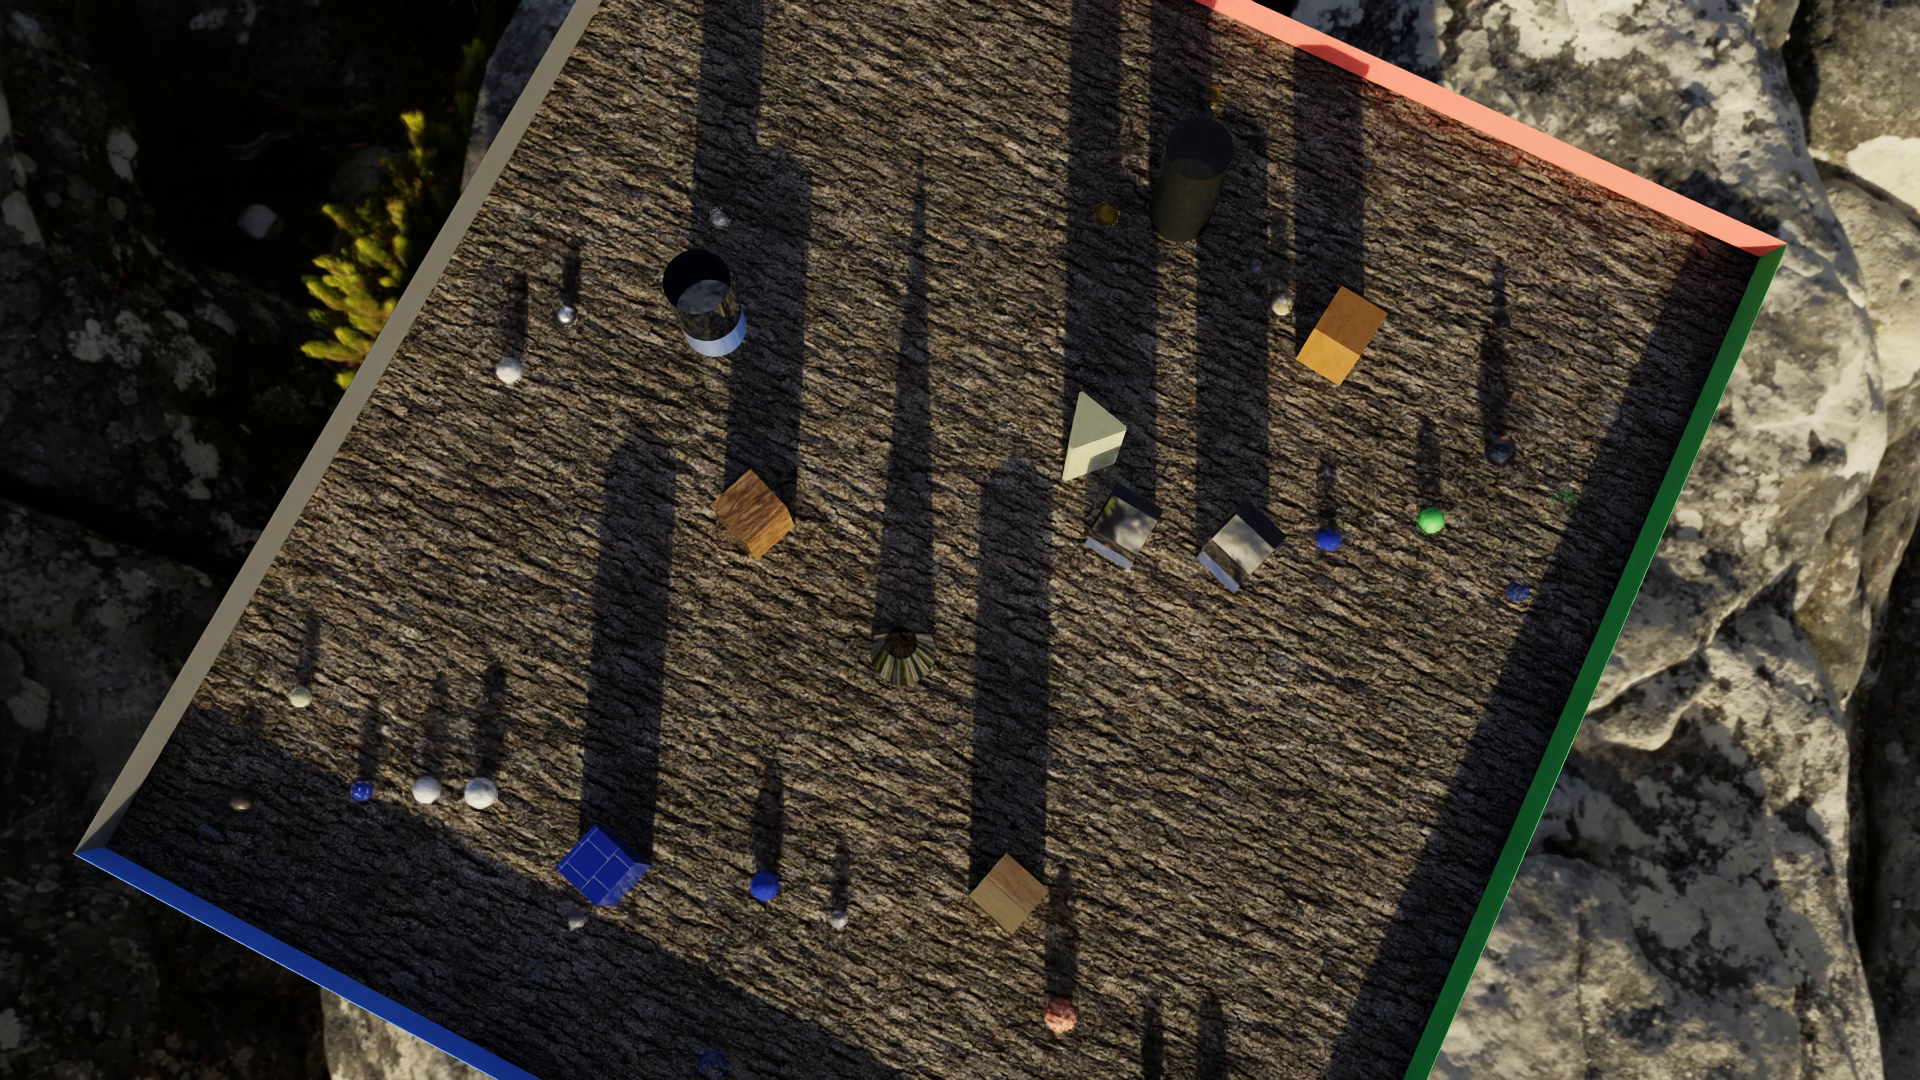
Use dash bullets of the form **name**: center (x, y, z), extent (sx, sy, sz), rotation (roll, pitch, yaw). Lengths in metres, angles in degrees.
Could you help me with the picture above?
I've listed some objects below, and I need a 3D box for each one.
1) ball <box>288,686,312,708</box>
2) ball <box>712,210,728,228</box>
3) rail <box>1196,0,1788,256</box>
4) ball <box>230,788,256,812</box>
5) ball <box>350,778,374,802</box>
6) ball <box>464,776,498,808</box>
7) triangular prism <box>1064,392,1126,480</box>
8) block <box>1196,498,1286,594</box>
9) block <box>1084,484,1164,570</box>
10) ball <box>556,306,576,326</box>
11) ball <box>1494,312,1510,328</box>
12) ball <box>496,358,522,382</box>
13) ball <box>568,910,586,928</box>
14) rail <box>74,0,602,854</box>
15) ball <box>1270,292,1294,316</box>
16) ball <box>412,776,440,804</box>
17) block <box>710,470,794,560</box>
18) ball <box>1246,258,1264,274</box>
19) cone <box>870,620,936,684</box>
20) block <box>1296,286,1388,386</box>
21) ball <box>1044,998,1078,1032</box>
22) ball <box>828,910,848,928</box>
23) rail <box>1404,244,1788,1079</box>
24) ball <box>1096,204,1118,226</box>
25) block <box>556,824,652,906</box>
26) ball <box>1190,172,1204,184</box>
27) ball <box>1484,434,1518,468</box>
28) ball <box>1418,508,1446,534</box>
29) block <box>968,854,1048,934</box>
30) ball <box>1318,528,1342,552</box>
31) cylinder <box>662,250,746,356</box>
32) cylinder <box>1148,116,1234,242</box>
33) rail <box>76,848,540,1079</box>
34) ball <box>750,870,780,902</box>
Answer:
- **ball**: center (-1.976, 0.470, 5.487), extent (0.063, 0.063, 0.063), rotation (0, 78, 0)
- **ball**: center (-0.761, -1.017, 5.800), extent (0.052, 0.052, 0.052), rotation (0, 78, 0)
- **rail**: center (0.875, -1.708, 5.903), extent (3.755, 0.129, 0.045), rotation (26, 80, 5)
- **ball**: center (-2.123, 0.770, 5.421), extent (0.071, 0.071, 0.071), rotation (0, 78, 0)
- **ball**: center (-1.772, 0.741, 5.430), extent (0.066, 0.066, 0.066), rotation (0, 78, 0)
- **ball**: center (-1.416, 0.747, 5.414), extent (0.094, 0.094, 0.094), rotation (0, 78, 0)
- **triangular prism**: center (0.375, -0.321, 5.482), extent (0.172, 0.394, 0.149), rotation (-19, 79, -4)
- **block**: center (0.833, 0.022, 5.449), extent (0.159, 0.319, 0.159), rotation (44, 82, 8)
- **block**: center (0.490, -0.038, 5.497), extent (0.159, 0.249, 0.159), rotation (31, 80, 6)
- **ball**: center (-1.232, -0.702, 5.731), extent (0.061, 0.061, 0.061), rotation (0, 78, 0)
- **ball**: center (1.697, -0.688, 5.733), extent (0.051, 0.051, 0.051), rotation (0, 78, 0)
- **ball**: center (-1.400, -0.527, 5.686), extent (0.078, 0.078, 0.078), rotation (0, 78, 0)
- **ball**: center (-1.121, 1.109, 5.360), extent (0.053, 0.053, 0.053), rotation (0, 78, 0)
- **rail**: center (-1.658, -0.805, 5.716), extent (0.045, 0.129, 3.962), rotation (26, 80, 5)
- **ball**: center (1.006, -0.738, 5.733), extent (0.072, 0.072, 0.072), rotation (0, 78, 0)
- **ball**: center (-1.578, 0.739, 5.422), extent (0.081, 0.081, 0.081), rotation (0, 78, 0)
- **block**: center (-0.620, -0.073, 5.497), extent (0.159, 0.264, 0.159), rotation (-43, 81, -8)
- **ball**: center (0.928, -0.861, 5.768), extent (0.052, 0.052, 0.052), rotation (0, 78, 0)
- **cone**: center (-0.173, 0.299, 5.354), extent (0.199, 0.393, 0.199), rotation (0, 78, 0)
- **block**: center (1.160, -0.620, 5.587), extent (0.159, 0.309, 0.159), rotation (33, 80, 6)
- **ball**: center (0.290, 1.370, 5.283), extent (0.098, 0.098, 0.098), rotation (0, 78, 0)
- **ball**: center (-0.355, 1.108, 5.359), extent (0.056, 0.056, 0.056), rotation (0, 78, 0)
- **rail**: center (1.658, 0.819, 5.380), extent (0.045, 0.129, 3.962), rotation (26, 80, 5)
- **ball**: center (0.463, -1.028, 5.794), extent (0.069, 0.069, 0.069), rotation (0, 78, 0)
- **block**: center (-1.023, 0.940, 5.276), extent (0.159, 0.285, 0.159), rotation (41, 81, 8)
- **ball**: center (0.753, -1.152, 5.832), extent (0.040, 0.040, 0.040), rotation (0, 78, 0)
- **ball**: center (1.657, -0.273, 5.622), extent (0.099, 0.099, 0.099), rotation (0, 78, 0)
- **ball**: center (1.439, -0.061, 5.589), extent (0.080, 0.080, 0.080), rotation (0, 78, 0)
- **block**: center (0.137, 1.016, 5.261), extent (0.159, 0.285, 0.159), rotation (41, 81, 8)
- **ball**: center (1.125, -0.001, 5.581), extent (0.070, 0.070, 0.070), rotation (0, 78, 0)
- **cylinder**: center (-0.769, -0.713, 5.553), extent (0.199, 0.414, 0.199), rotation (0, 78, 0)
- **cylinder**: center (0.700, -1.092, 5.589), extent (0.199, 0.497, 0.199), rotation (0, 78, 0)
- **rail**: center (-0.875, 1.721, 5.193), extent (3.755, 0.129, 0.045), rotation (26, 80, 5)
- **ball**: center (-0.572, 1.012, 5.363), extent (0.087, 0.087, 0.087), rotation (0, 78, 0)
